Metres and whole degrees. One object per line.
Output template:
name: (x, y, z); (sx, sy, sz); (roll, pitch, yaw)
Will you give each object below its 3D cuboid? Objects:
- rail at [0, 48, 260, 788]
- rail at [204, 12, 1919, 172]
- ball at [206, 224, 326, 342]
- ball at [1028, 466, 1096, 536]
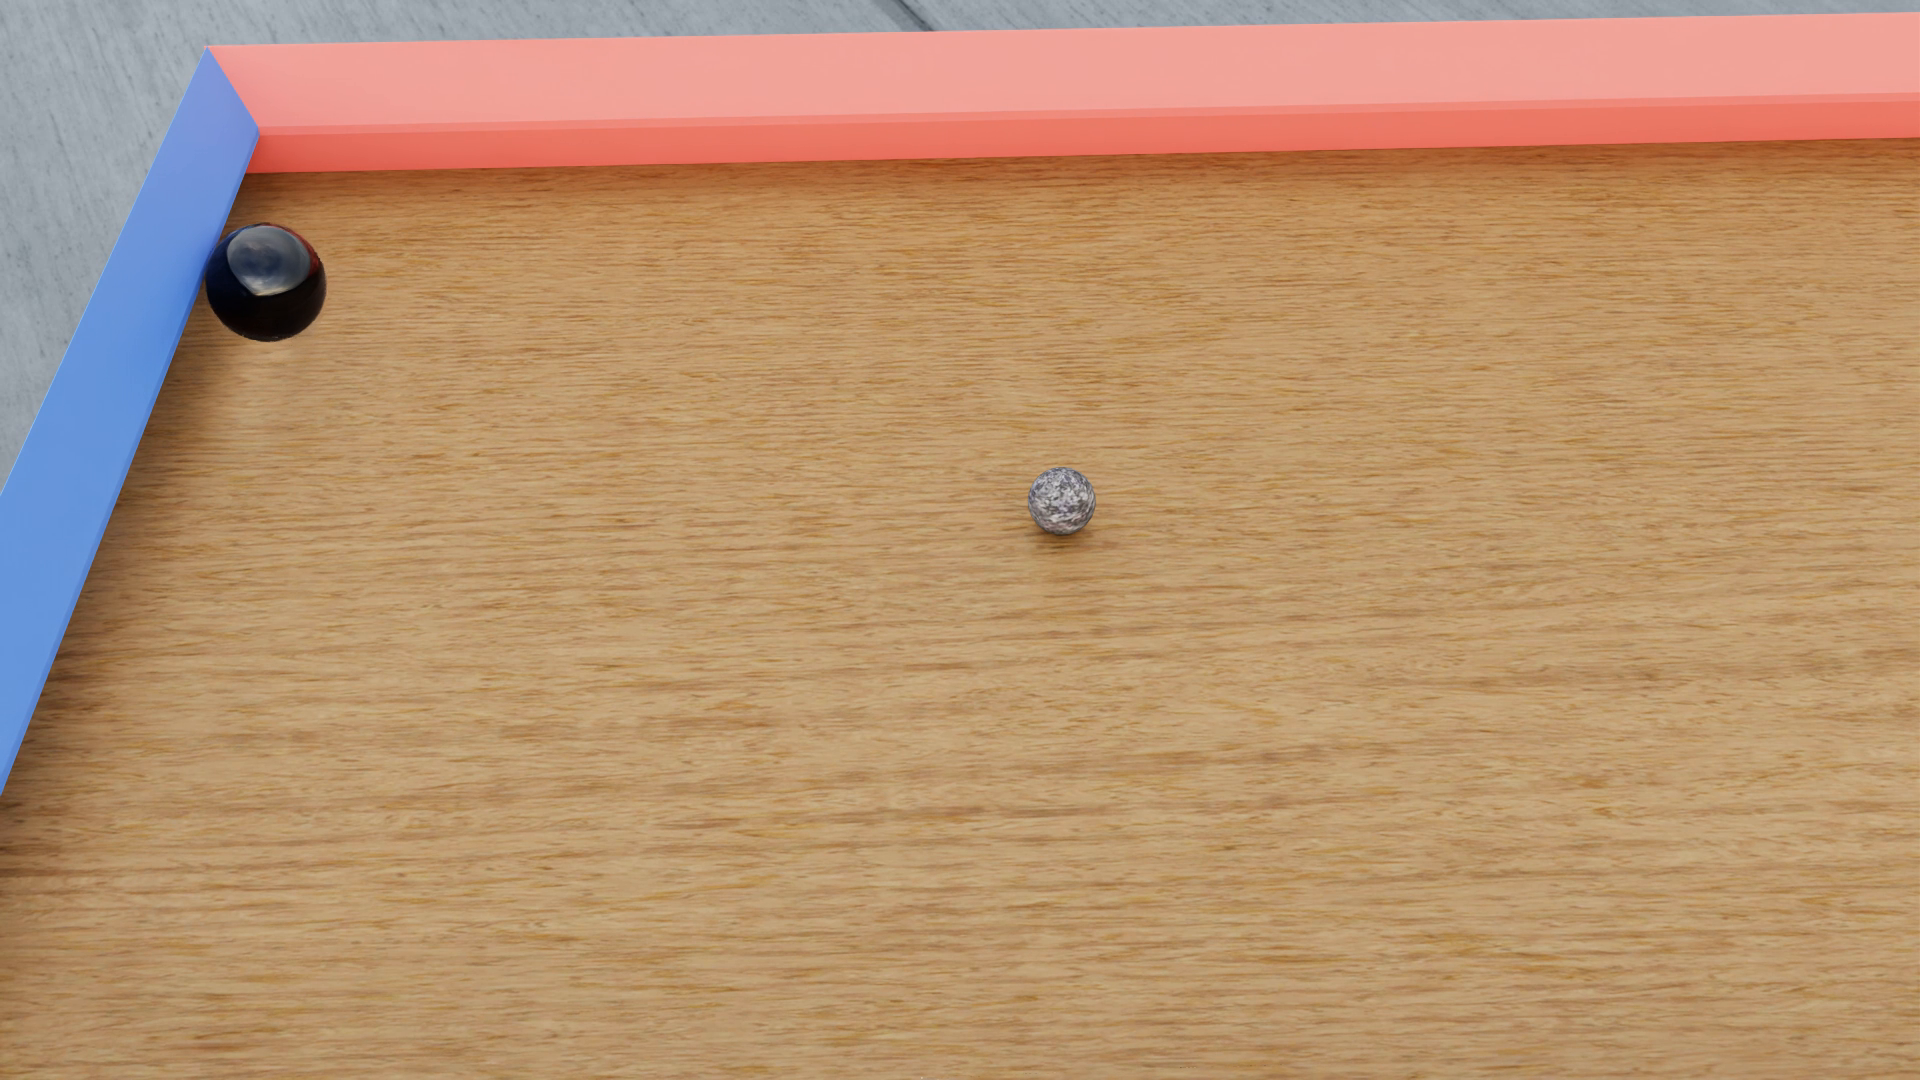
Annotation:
rail: (-0.615, -0.005, 1.769); (0.045, 0.124, 1.330); (-2, 35, -2)
rail: (0.608, -0.409, 2.340); (2.556, 0.124, 0.045); (-2, 35, -2)
ball: (-0.563, -0.209, 2.083); (0.095, 0.095, 0.095); (0, 35, 0)
ball: (0.074, -0.028, 1.868); (0.050, 0.050, 0.050); (0, 35, 0)
